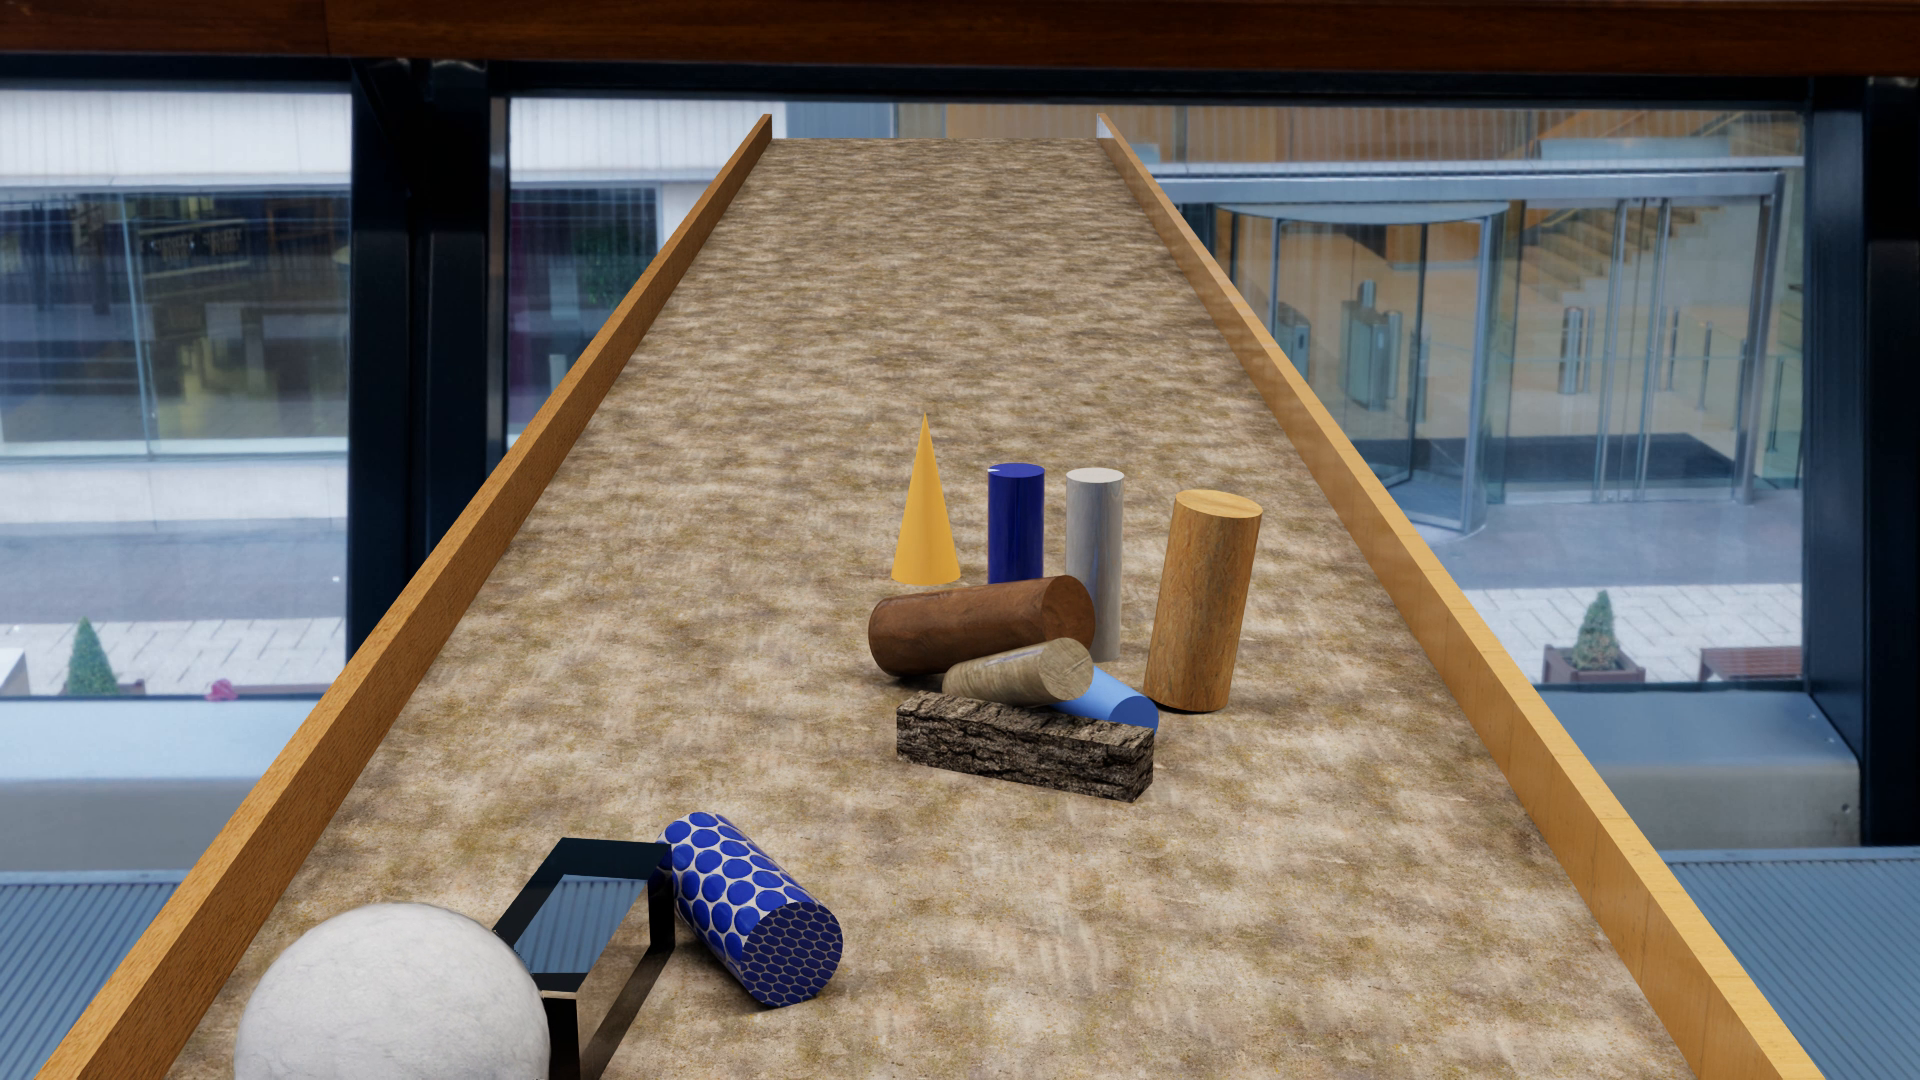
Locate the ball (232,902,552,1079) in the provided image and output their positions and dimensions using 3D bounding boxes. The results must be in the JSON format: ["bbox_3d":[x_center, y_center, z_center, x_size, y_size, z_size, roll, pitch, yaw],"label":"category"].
[{"bbox_3d":[-0.659,0.604,2.564,0.360,0.360,0.360,0,17,0],"label":"ball"}]

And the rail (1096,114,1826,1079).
[{"bbox_3d":[0.932,-0.844,7.801,0.050,0.150,12.000,0,17,-1],"label":"rail"}]

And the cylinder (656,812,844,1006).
[{"bbox_3d":[-0.315,0.528,3.180,0.156,0.156,0.349,-9,19,-27],"label":"cylinder"}]

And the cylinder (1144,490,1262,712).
[{"bbox_3d":[0.455,0.113,4.139,0.163,0.385,0.163,7,18,-2],"label":"cylinder"}]

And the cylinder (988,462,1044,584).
[{"bbox_3d":[0.119,0.002,4.672,0.121,0.312,0.121,0,17,0],"label":"cylinder"}]

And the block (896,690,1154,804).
[{"bbox_3d":[0.111,0.359,3.845,0.446,0.100,0.100,8,18,24],"label":"block"}]

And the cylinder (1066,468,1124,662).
[{"bbox_3d":[0.268,0.051,4.401,0.114,0.374,0.114,0,17,0],"label":"cylinder"}]

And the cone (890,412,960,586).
[{"bbox_3d":[-0.077,-0.103,4.908,0.158,0.379,0.158,0,17,0],"label":"cone"}]

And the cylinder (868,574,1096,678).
[{"bbox_3d":[0.037,0.167,4.179,0.432,0.160,0.160,-8,8,41],"label":"cylinder"}]

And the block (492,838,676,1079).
[{"bbox_3d":[-0.529,0.578,2.997,0.164,0.164,0.451,2,17,8],"label":"block"}]

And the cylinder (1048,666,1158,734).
[{"bbox_3d":[0.227,0.283,4.084,0.109,0.109,0.367,-8,18,-25],"label":"cylinder"}]

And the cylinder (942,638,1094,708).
[{"bbox_3d":[0.099,0.251,3.941,0.109,0.109,0.379,-9,-5,-28],"label":"cylinder"}]

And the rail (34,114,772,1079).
[{"bbox_3d":[-1.118,-0.838,7.780,0.050,0.150,12.000,0,17,-1],"label":"rail"}]
